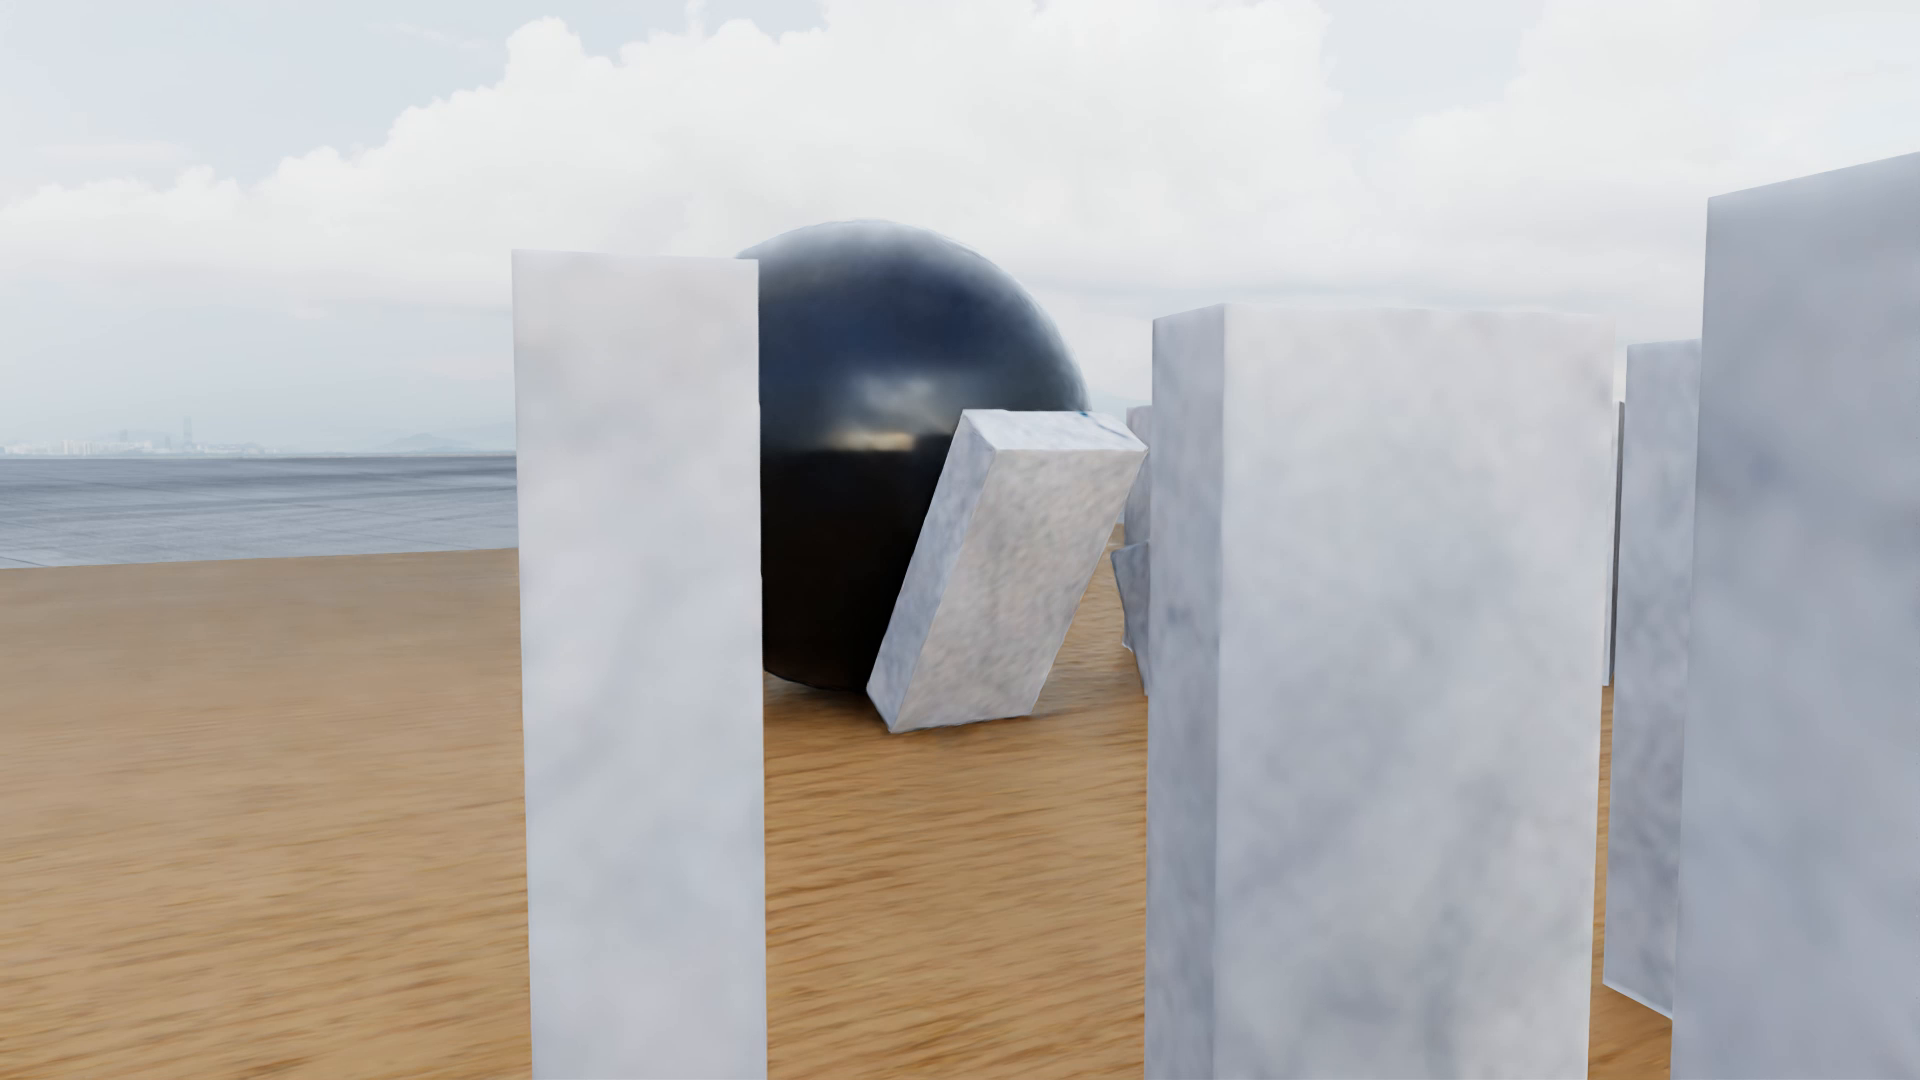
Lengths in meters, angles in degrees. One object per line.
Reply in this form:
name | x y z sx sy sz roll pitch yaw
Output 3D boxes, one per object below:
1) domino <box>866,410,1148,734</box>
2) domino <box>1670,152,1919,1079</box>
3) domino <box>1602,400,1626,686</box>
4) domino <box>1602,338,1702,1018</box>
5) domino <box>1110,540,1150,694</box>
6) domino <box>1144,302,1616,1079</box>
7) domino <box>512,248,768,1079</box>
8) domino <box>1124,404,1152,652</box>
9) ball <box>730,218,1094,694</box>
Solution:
domino | 0.006 0.005 0.185 0.025 0.050 0.010 -3 39 -32
domino | 0.036 0.015 0.040 0.025 0.050 0.010 -1 4 -16
domino | 0.116 0.000 0.237 0.010 0.050 0.025 2 5 30
domino | 0.059 0.011 0.089 0.009 0.050 0.025 -1 4 -17
domino | 0.049 0.007 0.206 0.009 0.025 0.050 -4 -13 -45
domino | 0.025 0.012 0.078 0.025 0.050 0.009 -1 4 -15
domino | -0.017 0.013 0.065 0.009 0.050 0.025 -1 4 -17
domino | 0.041 -0.002 0.257 0.010 0.050 0.025 -1 4 -8
ball | -0.016 -0.014 0.220 0.080 0.080 0.080 0 4 0
